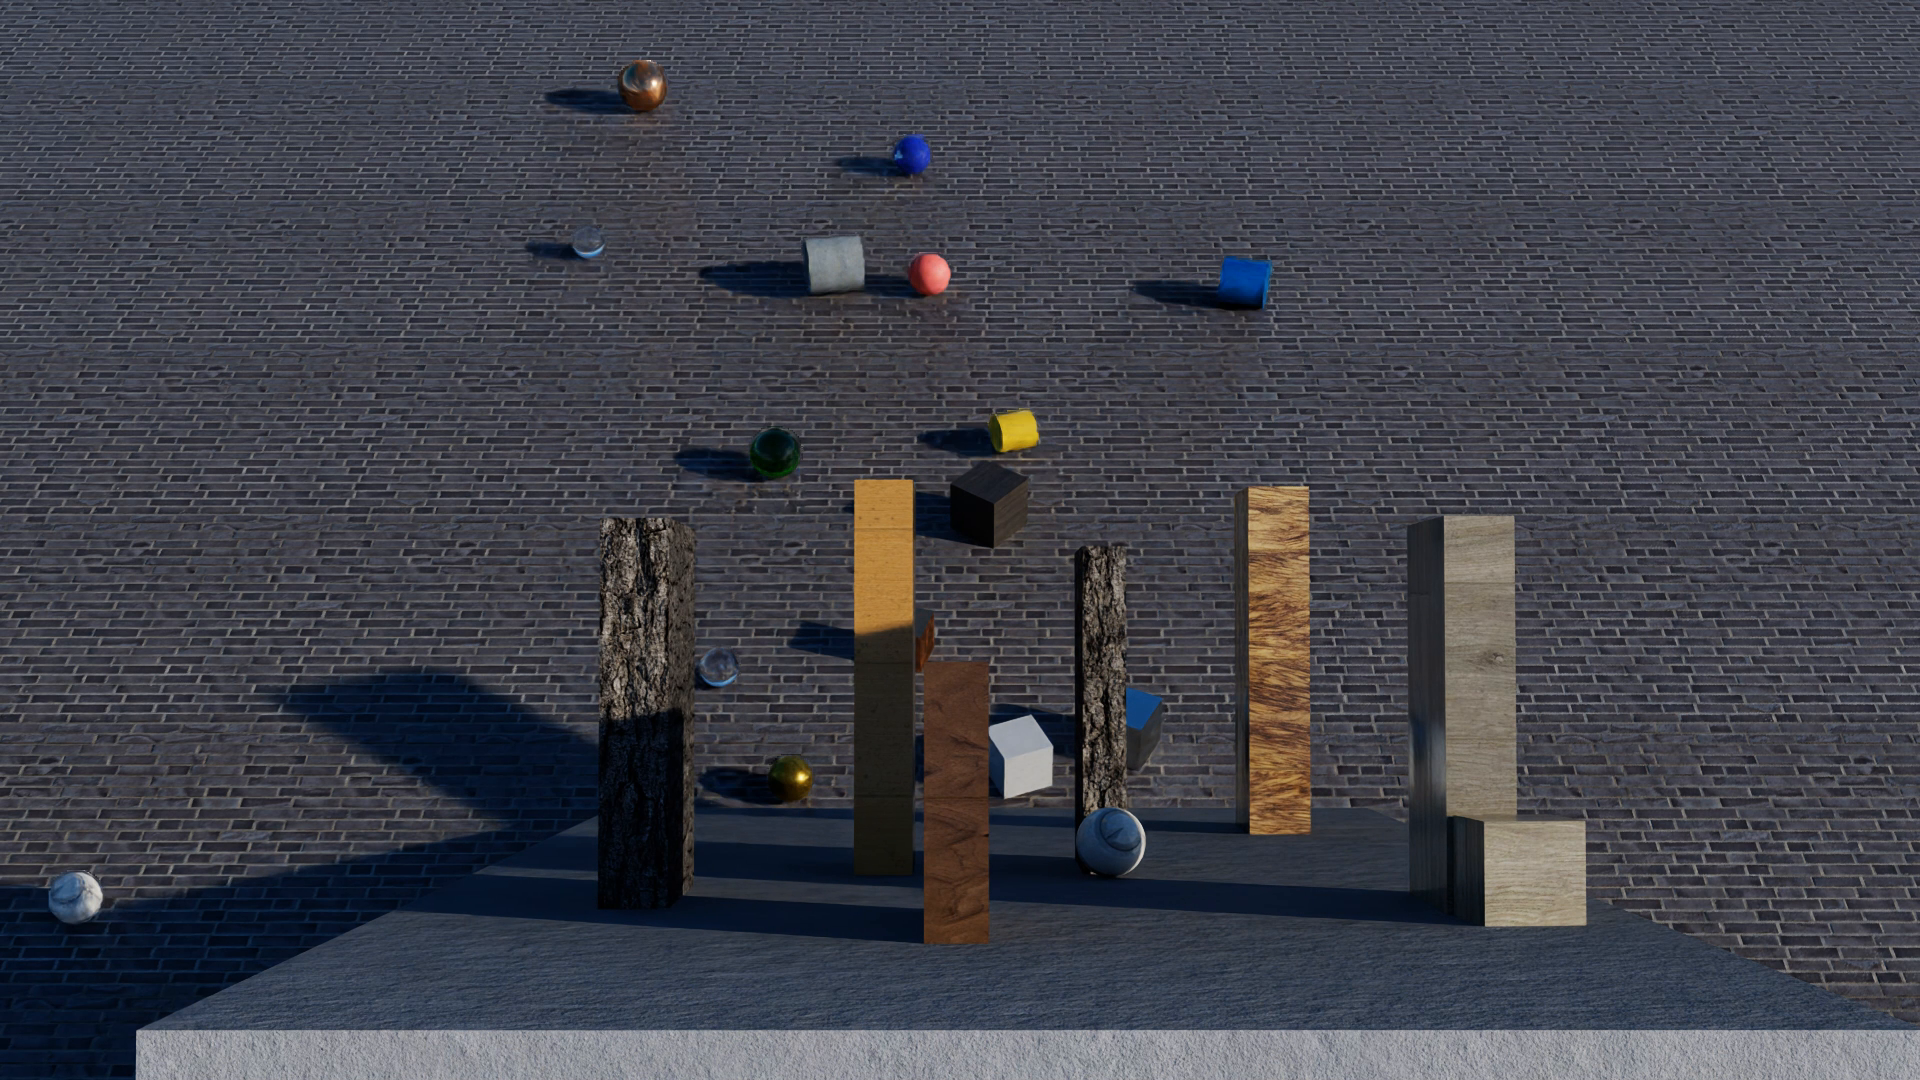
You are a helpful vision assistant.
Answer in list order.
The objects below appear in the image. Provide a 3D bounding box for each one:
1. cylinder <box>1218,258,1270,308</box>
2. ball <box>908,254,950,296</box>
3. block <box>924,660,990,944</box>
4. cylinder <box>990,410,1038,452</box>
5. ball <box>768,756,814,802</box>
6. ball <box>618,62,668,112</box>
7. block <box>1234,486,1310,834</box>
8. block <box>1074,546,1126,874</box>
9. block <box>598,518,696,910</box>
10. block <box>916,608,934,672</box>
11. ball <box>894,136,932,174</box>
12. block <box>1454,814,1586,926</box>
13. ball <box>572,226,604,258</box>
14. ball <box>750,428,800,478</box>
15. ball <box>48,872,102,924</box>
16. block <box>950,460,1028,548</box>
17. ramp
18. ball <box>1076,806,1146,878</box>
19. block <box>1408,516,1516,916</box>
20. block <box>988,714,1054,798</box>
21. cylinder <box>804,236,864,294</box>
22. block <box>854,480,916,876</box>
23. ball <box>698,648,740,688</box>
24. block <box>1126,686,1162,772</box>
[{"bbox_3d":[0.993,-0.897,9.079,0.155,0.155,0.155,8,37,11],"label":"cylinder"},{"bbox_3d":[-0.108,-0.932,9.133,0.147,0.147,0.147,0,36,0],"label":"ball"},{"bbox_3d":[-0.005,0.389,3.981,0.094,0.405,0.441,0,-2,0],"label":"block"},{"bbox_3d":[0.172,-0.348,8.358,0.120,0.120,0.120,-11,38,-18],"label":"cylinder"},{"bbox_3d":[-0.458,0.645,7.018,0.123,0.123,0.123,0,36,0],"label":"ball"},{"bbox_3d":[-1.249,-1.787,10.252,0.192,0.192,0.192,0,36,0],"label":"ball"},{"bbox_3d":[0.730,0.280,6.098,0.139,0.795,0.302,0,-2,0],"label":"block"},{"bbox_3d":[0.273,0.327,5.077,0.083,0.617,0.340,0,-2,0],"label":"block"},{"bbox_3d":[-0.534,0.292,4.463,0.114,0.639,0.420,0,-2,0],"label":"block"},{"bbox_3d":[-0.156,0.283,7.502,0.130,0.130,0.130,10,38,13],"label":"block"},{"bbox_3d":[-0.181,-1.458,9.847,0.144,0.144,0.144,0,36,0],"label":"ball"},{"bbox_3d":[0.874,0.515,4.069,0.160,0.160,0.160,0,-2,-6],"label":"block"},{"bbox_3d":[-1.336,-1.070,9.347,0.115,0.115,0.115,0,36,0],"label":"ball"},{"bbox_3d":[-0.585,-0.274,8.231,0.159,0.159,0.159,0,36,0],"label":"ball"},{"bbox_3d":[-2.261,0.915,6.644,0.132,0.132,0.132,0,36,0],"label":"ball"},{"bbox_3d":[0.089,-0.112,8.004,0.169,0.169,0.169,25,43,30],"label":"block"},{"bbox_3d":[0.080,0.679,4.900,2.000,0.100,4.000,0,-2,0],"label":"ramp"},{"bbox_3d":[0.280,0.561,4.831,0.130,0.130,0.130,0,36,0],"label":"ball"},{"bbox_3d":[0.833,0.287,4.334,0.113,0.638,0.345,0,-2,0],"label":"block"},{"bbox_3d":[0.158,0.589,7.077,0.142,0.142,0.142,-14,39,-18],"label":"block"},{"bbox_3d":[-0.443,-0.967,9.142,0.192,0.192,0.192,-6,37,-8],"label":"cylinder"},{"bbox_3d":[-0.144,0.263,5.044,0.110,0.742,0.313,0,-2,0],"label":"block"},{"bbox_3d":[-0.687,0.362,7.408,0.114,0.114,0.114,0,36,0],"label":"ball"},{"bbox_3d":[0.457,0.515,7.169,0.151,0.151,0.151,16,39,21],"label":"block"}]
